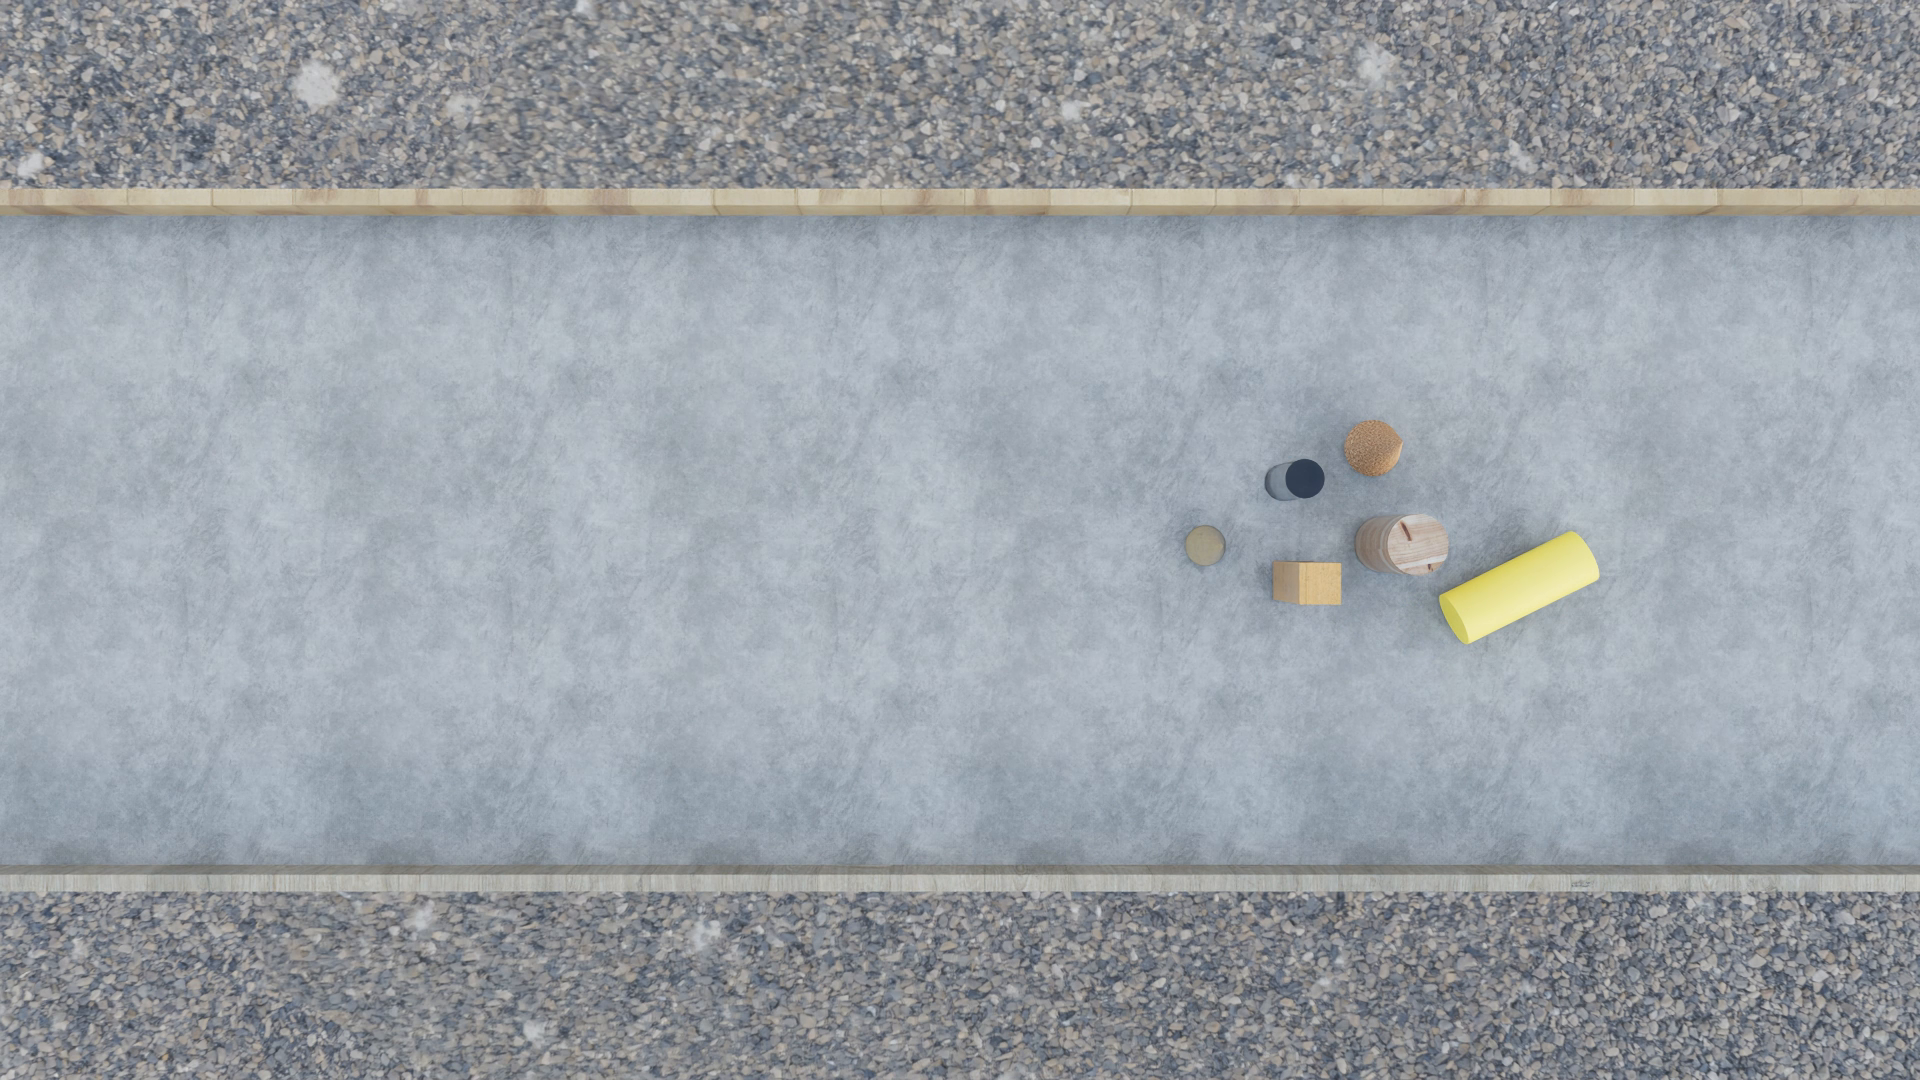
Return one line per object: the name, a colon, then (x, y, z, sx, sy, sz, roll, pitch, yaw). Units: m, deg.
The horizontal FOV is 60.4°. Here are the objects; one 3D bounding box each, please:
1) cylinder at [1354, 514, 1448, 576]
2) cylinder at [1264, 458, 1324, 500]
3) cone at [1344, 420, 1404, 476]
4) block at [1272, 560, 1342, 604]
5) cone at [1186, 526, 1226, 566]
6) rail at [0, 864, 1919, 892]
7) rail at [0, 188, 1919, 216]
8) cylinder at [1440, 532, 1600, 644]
cylinder: (1.301, 0.013, 4.879, 0.175, 0.394, 0.175, 0, 90, 0)
cylinder: (0.994, -0.177, 4.915, 0.114, 0.323, 0.114, 0, 90, 0)
cone: (1.270, -0.283, 4.901, 0.173, 0.350, 0.173, 0, 90, 0)
block: (1.023, 0.124, 4.878, 0.118, 0.396, 0.118, 0, 90, 0)
cone: (0.756, 0.017, 4.907, 0.126, 0.340, 0.126, 0, 90, 0)
rail: (-2.247, 1.025, 5.001, 12.000, 0.150, 0.050, 0, 90, 0)
rail: (-2.247, -1.025, 5.002, 12.000, 0.150, 0.050, 0, 90, 0)
cylinder: (1.690, 0.144, 4.992, 0.436, 0.168, 0.168, -26, 90, 0)
